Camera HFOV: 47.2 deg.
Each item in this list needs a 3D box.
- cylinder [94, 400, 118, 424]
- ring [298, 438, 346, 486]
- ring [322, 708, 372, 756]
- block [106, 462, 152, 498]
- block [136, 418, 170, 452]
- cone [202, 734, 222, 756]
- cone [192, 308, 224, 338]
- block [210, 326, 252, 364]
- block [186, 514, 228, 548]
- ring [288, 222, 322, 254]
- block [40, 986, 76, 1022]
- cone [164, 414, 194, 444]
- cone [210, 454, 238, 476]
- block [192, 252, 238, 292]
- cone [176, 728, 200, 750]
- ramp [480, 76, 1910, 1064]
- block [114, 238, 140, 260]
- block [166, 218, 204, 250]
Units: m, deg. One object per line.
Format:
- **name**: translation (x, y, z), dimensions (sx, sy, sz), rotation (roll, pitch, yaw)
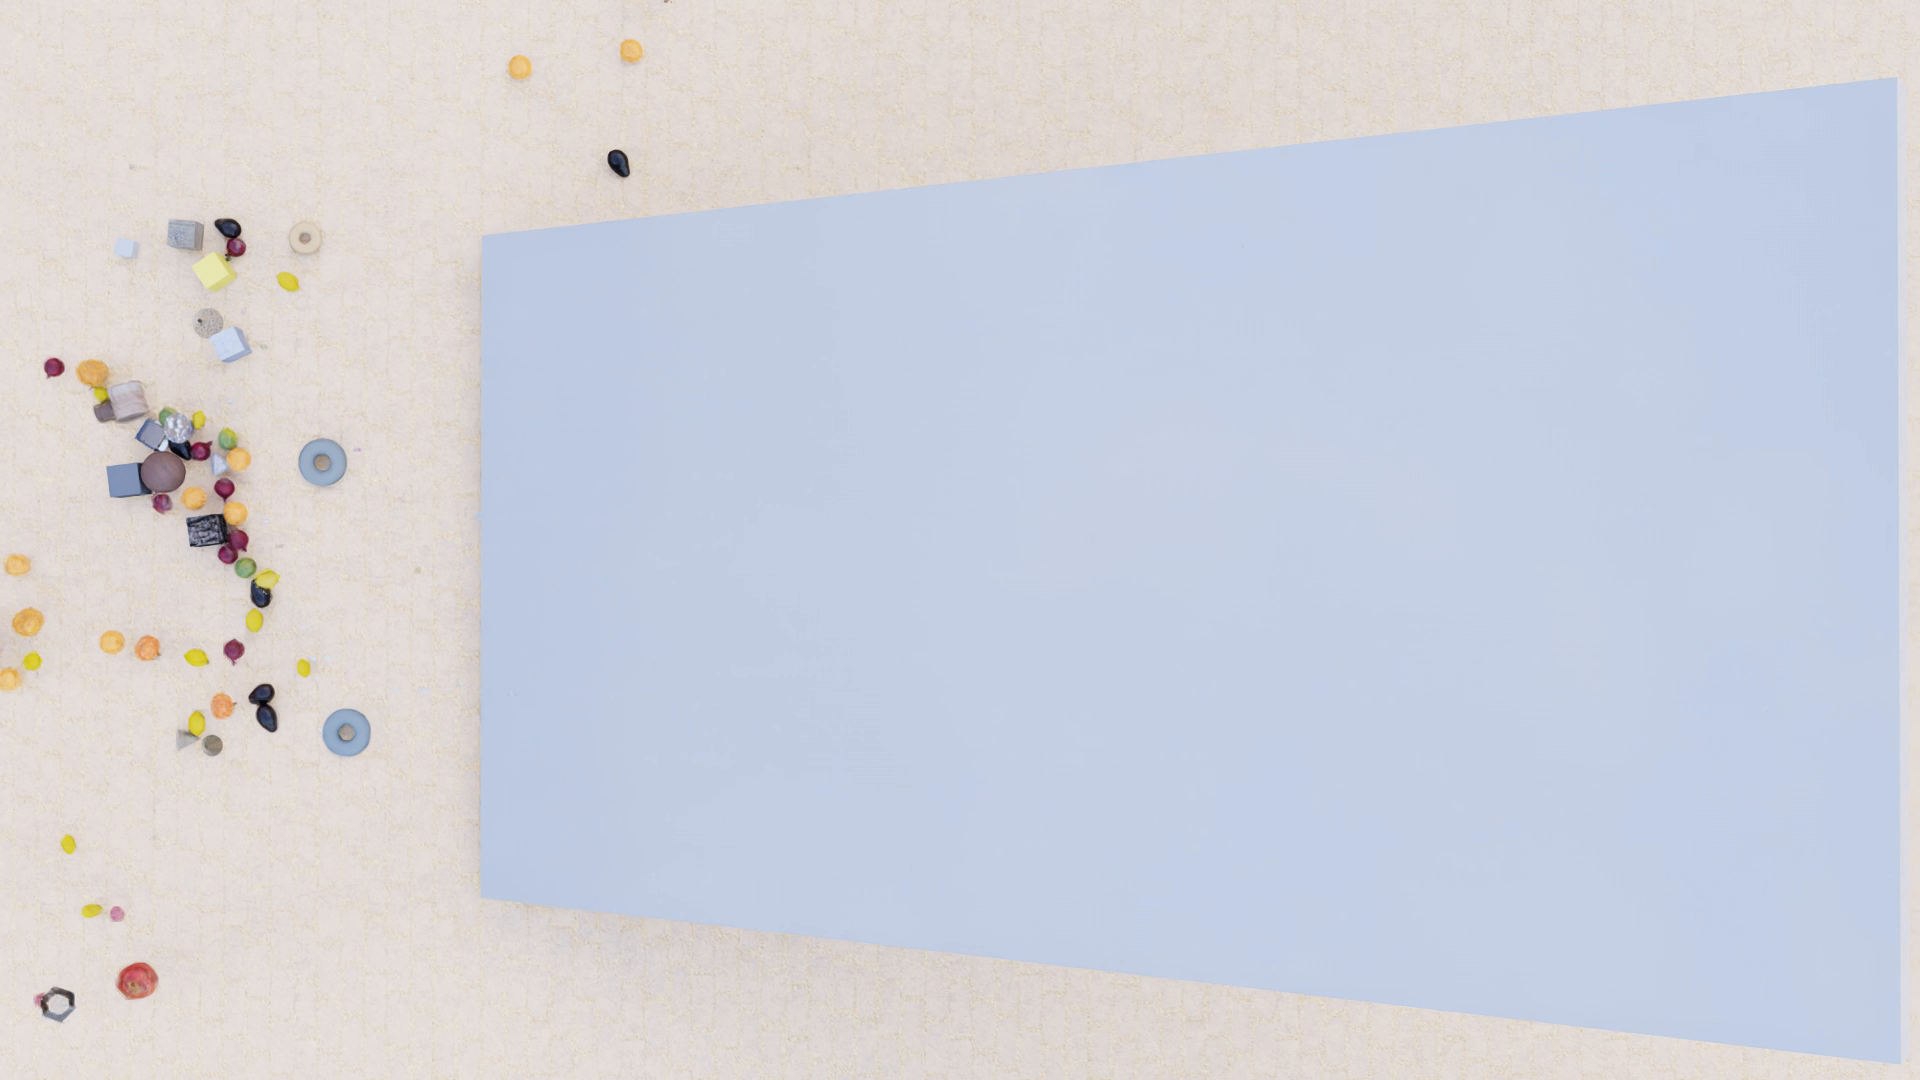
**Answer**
- **cylinder**: translation (-2.599, -0.392, 6.701), dimensions (0.057, 0.057, 0.057), rotation (-19, 90, 1)
- **ring**: translation (-1.943, -0.237, 6.704), dimensions (0.147, 0.049, 0.147), rotation (0, 91, -1)
- **ring**: translation (-1.867, 0.587, 6.697), dimensions (0.149, 0.050, 0.149), rotation (0, 89, 1)
- **block**: translation (-2.524, -0.181, 6.681), dimensions (0.094, 0.094, 0.094), rotation (-7, 90, 0)
- **block**: translation (-2.450, -0.319, 6.693), dimensions (0.072, 0.072, 0.072), rotation (33, 90, 0)
- **cone**: translation (-2.286, 0.628, 6.688), dimensions (0.066, 0.066, 0.066), rotation (0, 90, 0)
- **cone**: translation (-2.302, -0.663, 6.684), dimensions (0.095, 0.095, 0.095), rotation (0, 90, 0)
- **block**: translation (-2.218, -0.594, 6.691), dimensions (0.080, 0.080, 0.080), rotation (-25, 90, 0)
- **block**: translation (-2.287, -0.029, 6.682), dimensions (0.089, 0.089, 0.089), rotation (-8, 90, 0)
- **ring**: translation (-2.001, -0.922, 6.718), dimensions (0.101, 0.034, 0.101), rotation (0, 91, 0)
- **block**: translation (-2.732, 1.406, 6.663), dimensions (0.067, 0.067, 0.067), rotation (-46, 131, 9)
- **cone**: translation (-2.352, -0.342, 6.685), dimensions (0.091, 0.091, 0.091), rotation (1, 97, 11)
- **cone**: translation (-2.243, -0.226, 6.712), dimensions (0.074, 0.074, 0.074), rotation (4, 89, -27)
- **block**: translation (-2.268, -0.815, 6.693), dimensions (0.081, 0.081, 0.081), rotation (-34, 90, 0)
- **cone**: translation (-2.350, 0.607, 6.706), dimensions (0.069, 0.069, 0.069), rotation (-1, 89, -27)
- **ramp**: translation (0.255, 0.070, 5.589), dimensions (4.000, 0.100, 2.000), rotation (0, 89, 33)
- **block**: translation (-2.540, -0.890, 6.708), dimensions (0.052, 0.052, 0.052), rotation (12, 90, 0)
- **block**: translation (-2.357, -0.929, 6.694), dimensions (0.081, 0.081, 0.081), rotation (4, 90, 0)
